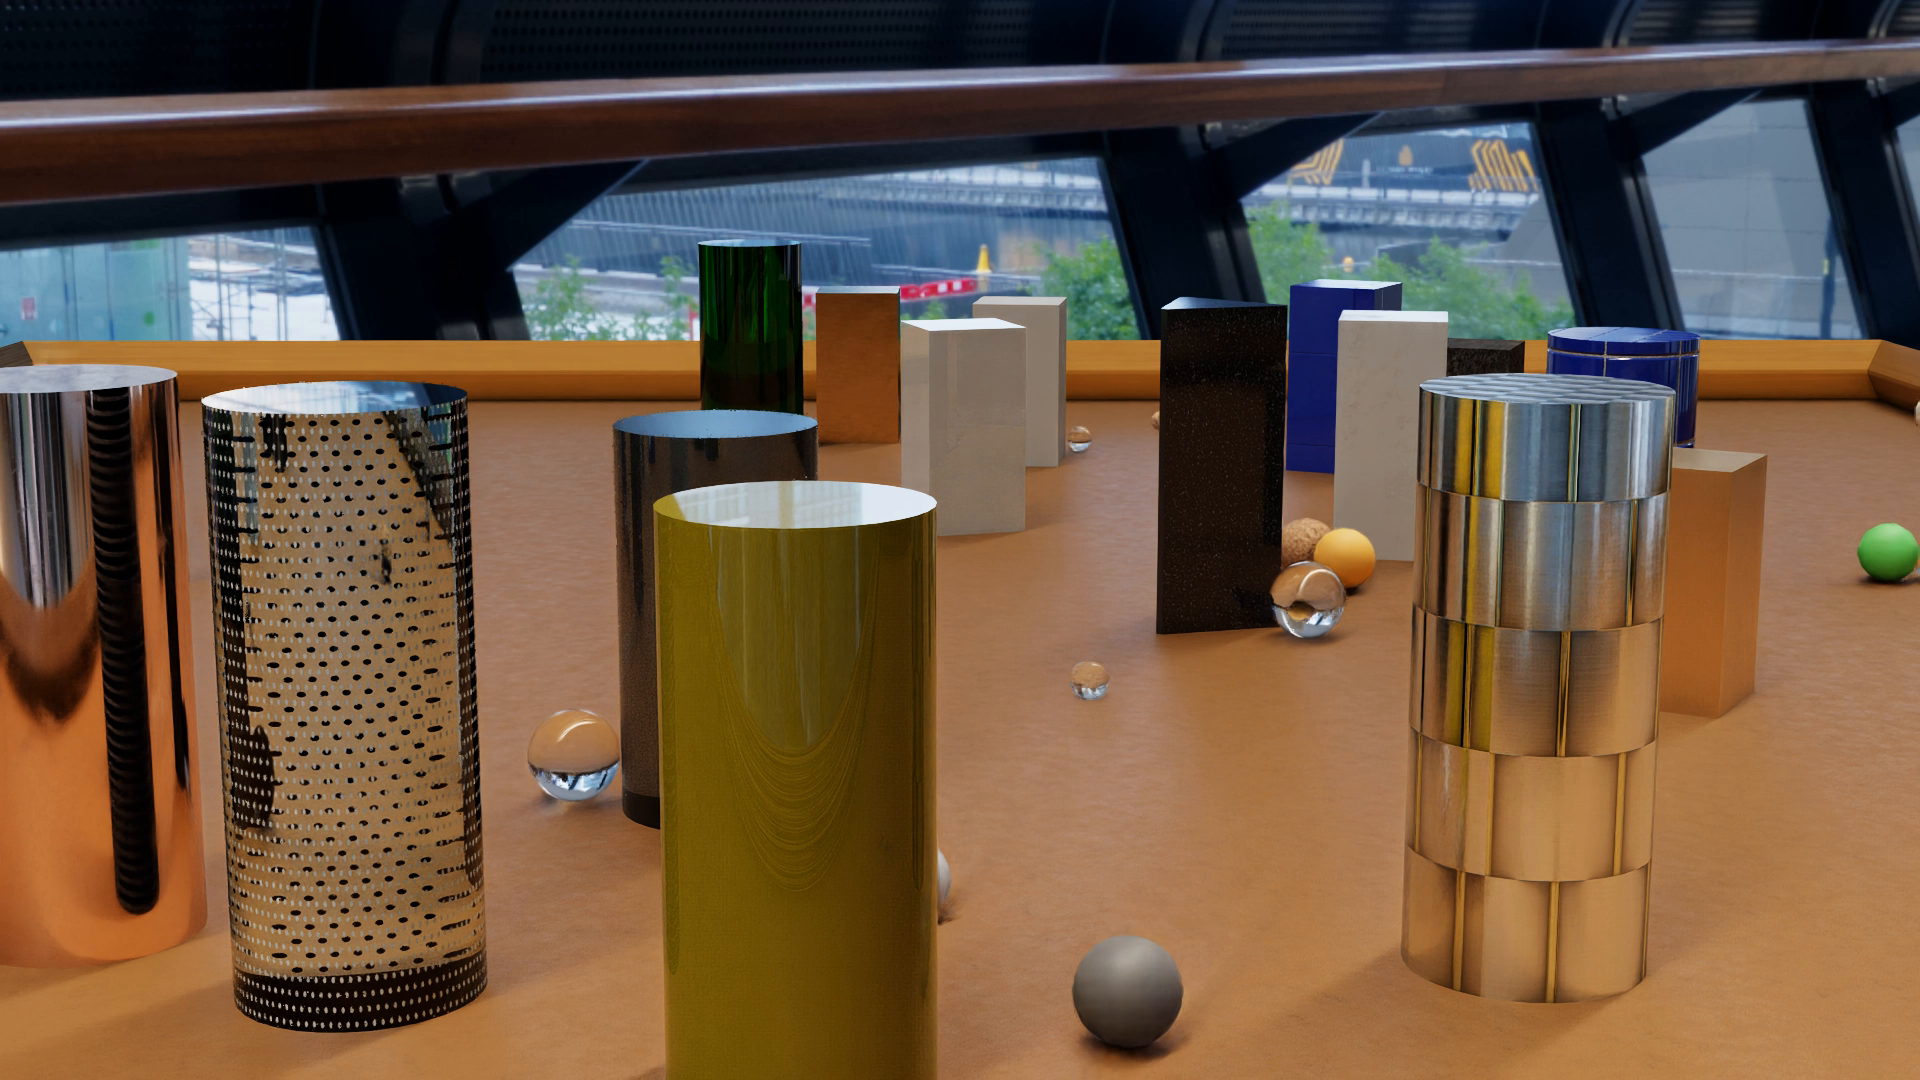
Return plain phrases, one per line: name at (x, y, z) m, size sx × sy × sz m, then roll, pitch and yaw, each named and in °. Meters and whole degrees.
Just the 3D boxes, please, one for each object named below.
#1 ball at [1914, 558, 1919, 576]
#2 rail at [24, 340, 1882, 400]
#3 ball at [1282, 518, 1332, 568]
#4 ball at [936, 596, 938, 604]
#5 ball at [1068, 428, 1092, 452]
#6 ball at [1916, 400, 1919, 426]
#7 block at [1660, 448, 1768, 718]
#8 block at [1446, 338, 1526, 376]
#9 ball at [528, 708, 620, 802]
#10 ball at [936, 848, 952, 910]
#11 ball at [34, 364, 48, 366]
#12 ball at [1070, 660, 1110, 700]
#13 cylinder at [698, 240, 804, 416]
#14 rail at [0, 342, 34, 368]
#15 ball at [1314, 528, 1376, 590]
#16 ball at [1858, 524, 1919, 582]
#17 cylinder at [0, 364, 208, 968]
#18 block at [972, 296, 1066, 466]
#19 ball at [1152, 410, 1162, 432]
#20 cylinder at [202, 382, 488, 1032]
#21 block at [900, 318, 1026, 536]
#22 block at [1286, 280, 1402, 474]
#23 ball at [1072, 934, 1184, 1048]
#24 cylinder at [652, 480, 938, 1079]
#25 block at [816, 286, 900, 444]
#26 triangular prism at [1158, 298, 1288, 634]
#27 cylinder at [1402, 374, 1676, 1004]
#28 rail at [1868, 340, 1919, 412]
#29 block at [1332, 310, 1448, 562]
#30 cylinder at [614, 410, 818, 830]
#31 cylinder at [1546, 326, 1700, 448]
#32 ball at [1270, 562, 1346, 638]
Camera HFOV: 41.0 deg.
ball at (1.390, 0.033, 3.671) m, size 0.049 × 0.049 × 0.049 m, roll 0°, pitch 10°, yaw 0°
rail at (-0.013, -0.371, 5.633) m, size 4.094 × 0.129 × 0.045 m, roll 0°, pitch 10°, yaw 0°
ball at (0.498, 0.012, 3.678) m, size 0.088 × 0.088 × 0.088 m, roll 0°, pitch 10°, yaw 0°
ball at (-0.051, 0.080, 3.437) m, size 0.042 × 0.042 × 0.042 m, roll 0°, pitch 10°, yaw 0°
ball at (0.228, -0.192, 4.902) m, size 0.045 × 0.045 × 0.045 m, roll 0°, pitch 10°, yaw 0°
ball at (1.948, -0.253, 5.099) m, size 0.092 × 0.092 × 0.092 m, roll 0°, pitch 10°, yaw 0°
block at (0.829, 0.044, 2.977) m, size 0.158 × 0.281 × 0.158 m, roll 6°, pitch 12°, yaw 30°
block at (0.865, -0.204, 4.369) m, size 0.158 × 0.262 × 0.158 m, roll 4°, pitch 11°, yaw 21°
ball at (-0.386, 0.215, 2.569) m, size 0.092 × 0.092 × 0.092 m, roll 0°, pitch 10°, yaw 0°
ball at (-0.042, 0.293, 2.216) m, size 0.068 × 0.068 × 0.068 m, roll 0°, pitch 10°, yaw 0°
ball at (-1.966, -0.328, 5.491) m, size 0.097 × 0.097 × 0.097 m, roll 0°, pitch 10°, yaw 0°
ball at (0.150, 0.162, 2.984) m, size 0.046 × 0.046 × 0.046 m, roll 0°, pitch 10°, yaw 0°
cylinder at (-0.400, -0.372, 4.914) m, size 0.198 × 0.393 × 0.198 m, roll 0°, pitch 10°, yaw 0°
rail at (-2.023, 0.035, 3.437) m, size 0.045 × 0.129 × 4.490 m, roll 0°, pitch 10°, yaw 0°
ball at (0.540, 0.027, 3.603) m, size 0.086 × 0.086 × 0.086 m, roll 0°, pitch 10°, yaw 0°
ball at (1.325, 0.018, 3.662) m, size 0.083 × 0.083 × 0.083 m, roll 0°, pitch 10°, yaw 0°
cylinder at (-0.746, 0.099, 2.150) m, size 0.198 × 0.473 × 0.198 m, roll 0°, pitch 10°, yaw 0°
block at (0.112, -0.296, 4.771) m, size 0.158 × 0.297 × 0.158 m, roll 1°, pitch 11°, yaw 7°
ball at (0.407, -0.239, 5.151) m, size 0.045 × 0.045 × 0.045 m, roll 0°, pitch 10°, yaw 0°
cylinder at (-0.478, 0.124, 2.010) m, size 0.198 × 0.476 × 0.198 m, roll 0°, pitch 10°, yaw 0°
block at (0.004, -0.182, 4.083) m, size 0.158 × 0.323 × 0.158 m, roll -3°, pitch 11°, yaw -17°
block at (0.700, -0.298, 4.677) m, size 0.158 × 0.336 × 0.158 m, roll 5°, pitch 12°, yaw 27°
ball at (0.126, 0.339, 1.927) m, size 0.083 × 0.083 × 0.083 m, roll 0°, pitch 10°, yaw 0°
cylinder at (-0.115, 0.183, 1.831) m, size 0.198 × 0.425 × 0.198 m, roll 0°, pitch 10°, yaw 0°
block at (-0.199, -0.347, 5.054) m, size 0.158 × 0.293 × 0.158 m, roll 0°, pitch 10°, yaw 1°
triangular prism at (0.319, -0.103, 3.382) m, size 0.171 × 0.422 × 0.148 m, roll -3°, pitch 11°, yaw -16°
cylinder at (0.464, 0.113, 2.072) m, size 0.198 × 0.474 × 0.198 m, roll 0°, pitch 10°, yaw 0°
rail at (2.023, 0.031, 3.460) m, size 0.045 × 0.129 × 4.490 m, roll 0°, pitch 10°, yaw 0°
block at (0.649, -0.160, 3.868) m, size 0.158 × 0.357 × 0.158 m, roll 2°, pitch 11°, yaw 10°
cylinder at (-0.237, 0.076, 2.523) m, size 0.198 × 0.384 × 0.198 m, roll 0°, pitch 10°, yaw 0°
cylinder at (0.886, -0.092, 3.461) m, size 0.198 × 0.372 × 0.198 m, roll 0°, pitch 10°, yaw 0°
ball at (0.447, 0.077, 3.301) m, size 0.099 × 0.099 × 0.099 m, roll 0°, pitch 10°, yaw 0°
